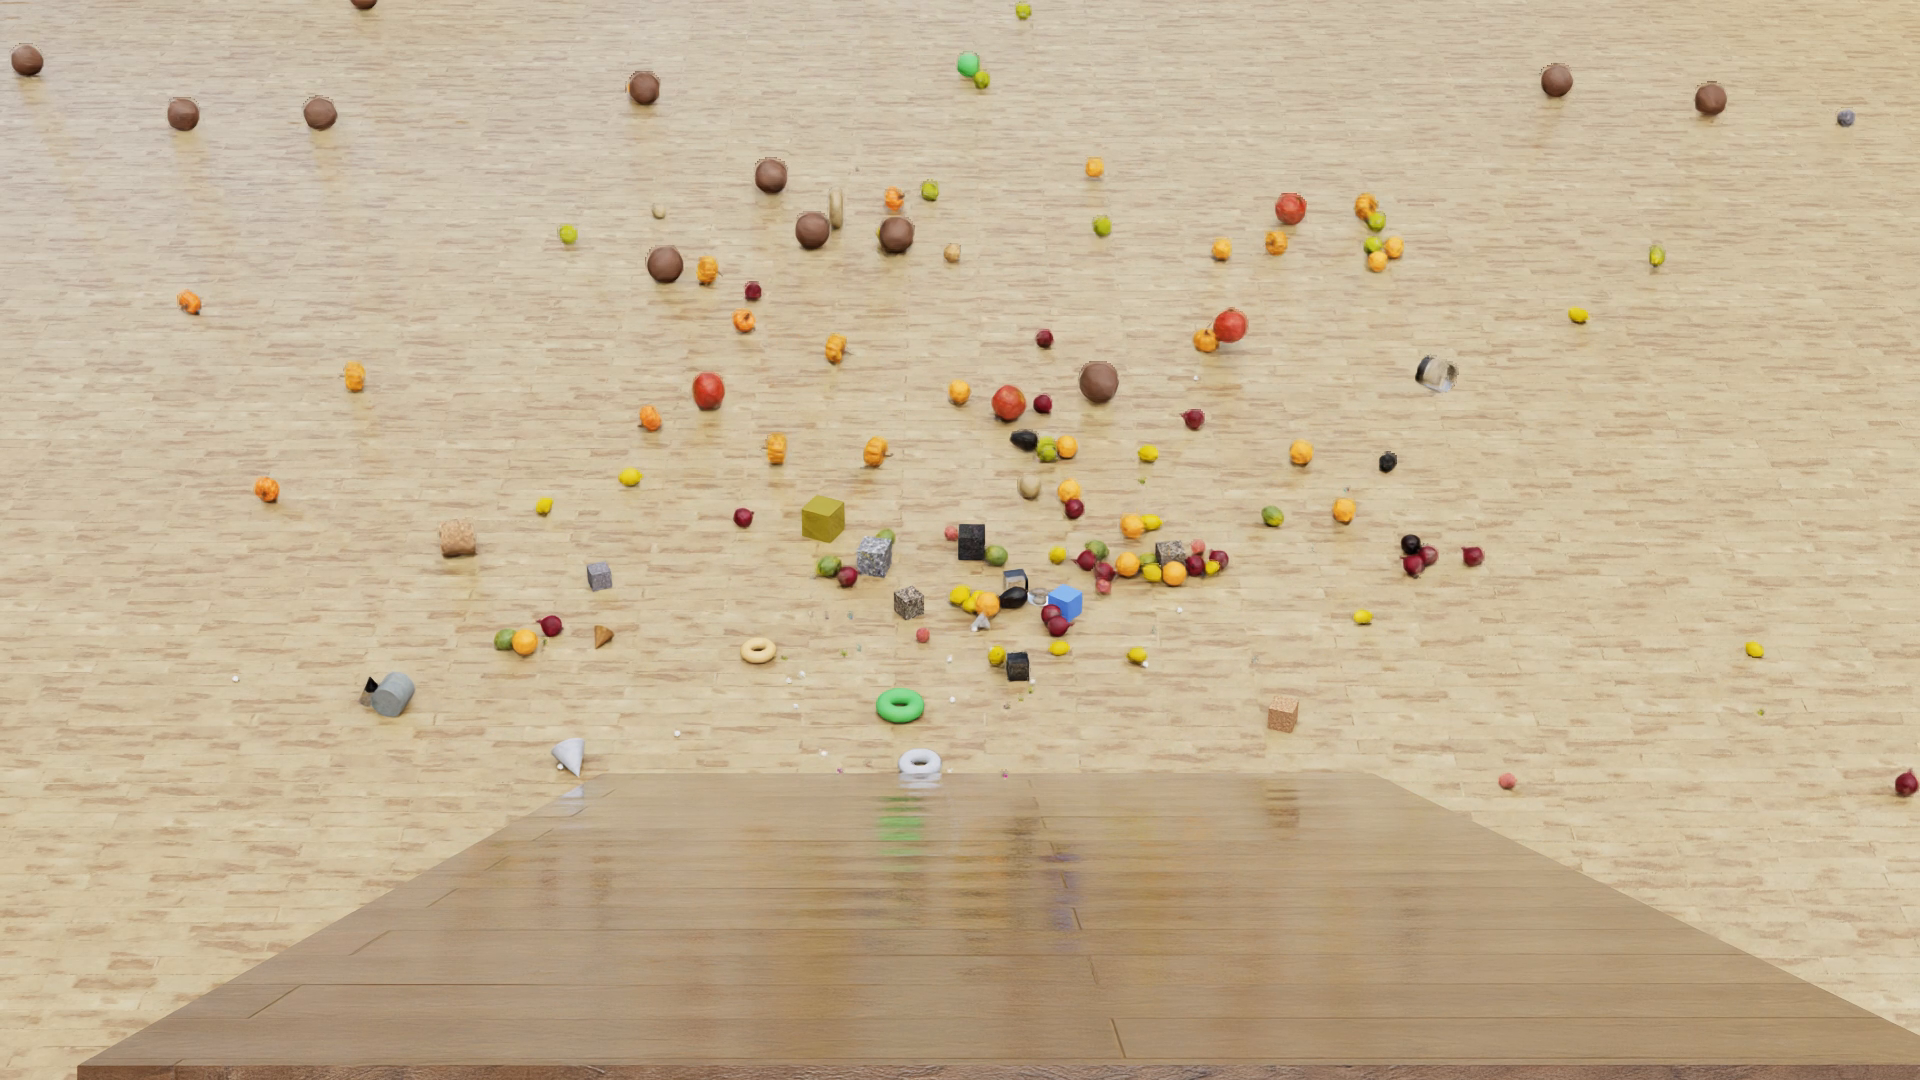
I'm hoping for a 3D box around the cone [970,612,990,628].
[{"bbox_3d":[0.050,0.241,7.438,0.054,0.054,0.054,-25,31,11],"label":"cone"}]

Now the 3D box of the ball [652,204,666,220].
[{"bbox_3d":[-1.133,-1.236,9.763,0.054,0.054,0.054,0,32,0],"label":"ball"}]

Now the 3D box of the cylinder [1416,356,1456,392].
[{"bbox_3d":[1.586,-0.551,8.632,0.096,0.096,0.096,26,40,35],"label":"cylinder"}]

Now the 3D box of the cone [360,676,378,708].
[{"bbox_3d":[-1.618,0.405,7.126,0.078,0.078,0.078,0,32,0],"label":"cone"}]

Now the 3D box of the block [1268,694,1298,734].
[{"bbox_3d":[0.876,0.472,7.030,0.067,0.067,0.067,11,34,17],"label":"block"}]

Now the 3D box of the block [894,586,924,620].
[{"bbox_3d":[-0.148,0.182,7.495,0.064,0.064,0.064,-19,37,-27],"label":"block"}]

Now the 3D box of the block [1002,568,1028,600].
[{"bbox_3d":[0.162,0.129,7.582,0.061,0.061,0.061,-8,33,-12],"label":"block"}]

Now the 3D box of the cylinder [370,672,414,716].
[{"bbox_3d":[-1.551,0.422,7.089,0.090,0.090,0.090,7,33,11],"label":"cylinder"}]

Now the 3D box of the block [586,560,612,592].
[{"bbox_3d":[-1.060,0.107,7.620,0.059,0.059,0.059,-12,34,-19],"label":"block"}]

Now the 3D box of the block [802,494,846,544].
[{"bbox_3d":[-0.414,-0.064,7.857,0.096,0.096,0.096,15,35,22],"label":"block"}]

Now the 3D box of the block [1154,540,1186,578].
[{"bbox_3d":[0.624,0.056,7.685,0.076,0.076,0.076,-4,32,-7],"label":"block"}]

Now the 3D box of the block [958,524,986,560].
[{"bbox_3d":[0.035,0.006,7.760,0.079,0.079,0.079,1,32,1],"label":"block"}]

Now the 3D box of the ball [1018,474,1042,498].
[{"bbox_3d":[0.218,-0.165,8.039,0.073,0.073,0.073,0,32,0],"label":"ball"}]

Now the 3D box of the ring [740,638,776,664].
[{"bbox_3d":[-0.569,0.312,7.317,0.103,0.034,0.103,-1,33,1],"label":"ring"}]

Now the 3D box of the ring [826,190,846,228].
[{"bbox_3d":[-0.461,-1.235,9.669,0.048,0.145,0.145,7,30,-17],"label":"ring"}]

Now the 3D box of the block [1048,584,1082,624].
[{"bbox_3d":[0.304,0.183,7.486,0.071,0.071,0.071,23,39,32],"label":"block"}]

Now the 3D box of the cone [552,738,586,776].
[{"bbox_3d":[-1.024,0.590,6.866,0.094,0.094,0.094,-13,61,-20],"label":"cone"}]

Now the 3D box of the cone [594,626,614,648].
[{"bbox_3d":[-1.023,0.285,7.364,0.062,0.062,0.062,14,61,21],"label":"cone"}]

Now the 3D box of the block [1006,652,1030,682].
[{"bbox_3d":[0.161,0.353,7.228,0.057,0.057,0.057,-3,32,-5],"label":"block"}]

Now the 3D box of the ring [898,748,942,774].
[{"bbox_3d":[-0.106,0.594,6.863,0.117,0.039,0.117,-1,31,1],"label":"ring"}]

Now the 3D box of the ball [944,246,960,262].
[{"bbox_3d":[-0.029,-1.045,9.452,0.061,0.061,0.061,0,32,0],"label":"ball"}]

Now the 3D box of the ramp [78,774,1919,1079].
[{"bbox_3d":[0.071,0.628,4.723,2.000,0.100,4.000,0,-1,0],"label":"ramp"}]

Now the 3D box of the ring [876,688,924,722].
[{"bbox_3d":[-0.164,0.452,7.084,0.133,0.044,0.133,1,32,-1],"label":"ring"}]

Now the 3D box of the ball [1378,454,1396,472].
[{"bbox_3d":[1.350,-0.245,8.184,0.054,0.054,0.054,0,32,0],"label":"ball"}]

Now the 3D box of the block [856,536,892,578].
[{"bbox_3d":[-0.253,0.050,7.687,0.083,0.083,0.083,8,33,12],"label":"block"}]

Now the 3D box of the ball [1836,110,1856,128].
[{"bbox_3d":[3.589,-1.708,10.498,0.071,0.071,0.071,0,32,0],"label":"ball"}]

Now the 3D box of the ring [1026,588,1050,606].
[{"bbox_3d":[0.233,0.165,7.558,0.077,0.026,0.077,1,33,-1],"label":"ring"}]

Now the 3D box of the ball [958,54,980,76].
[{"bbox_3d":[0.036,-2.005,10.948,0.096,0.096,0.096,0,32,0],"label":"ball"}]
